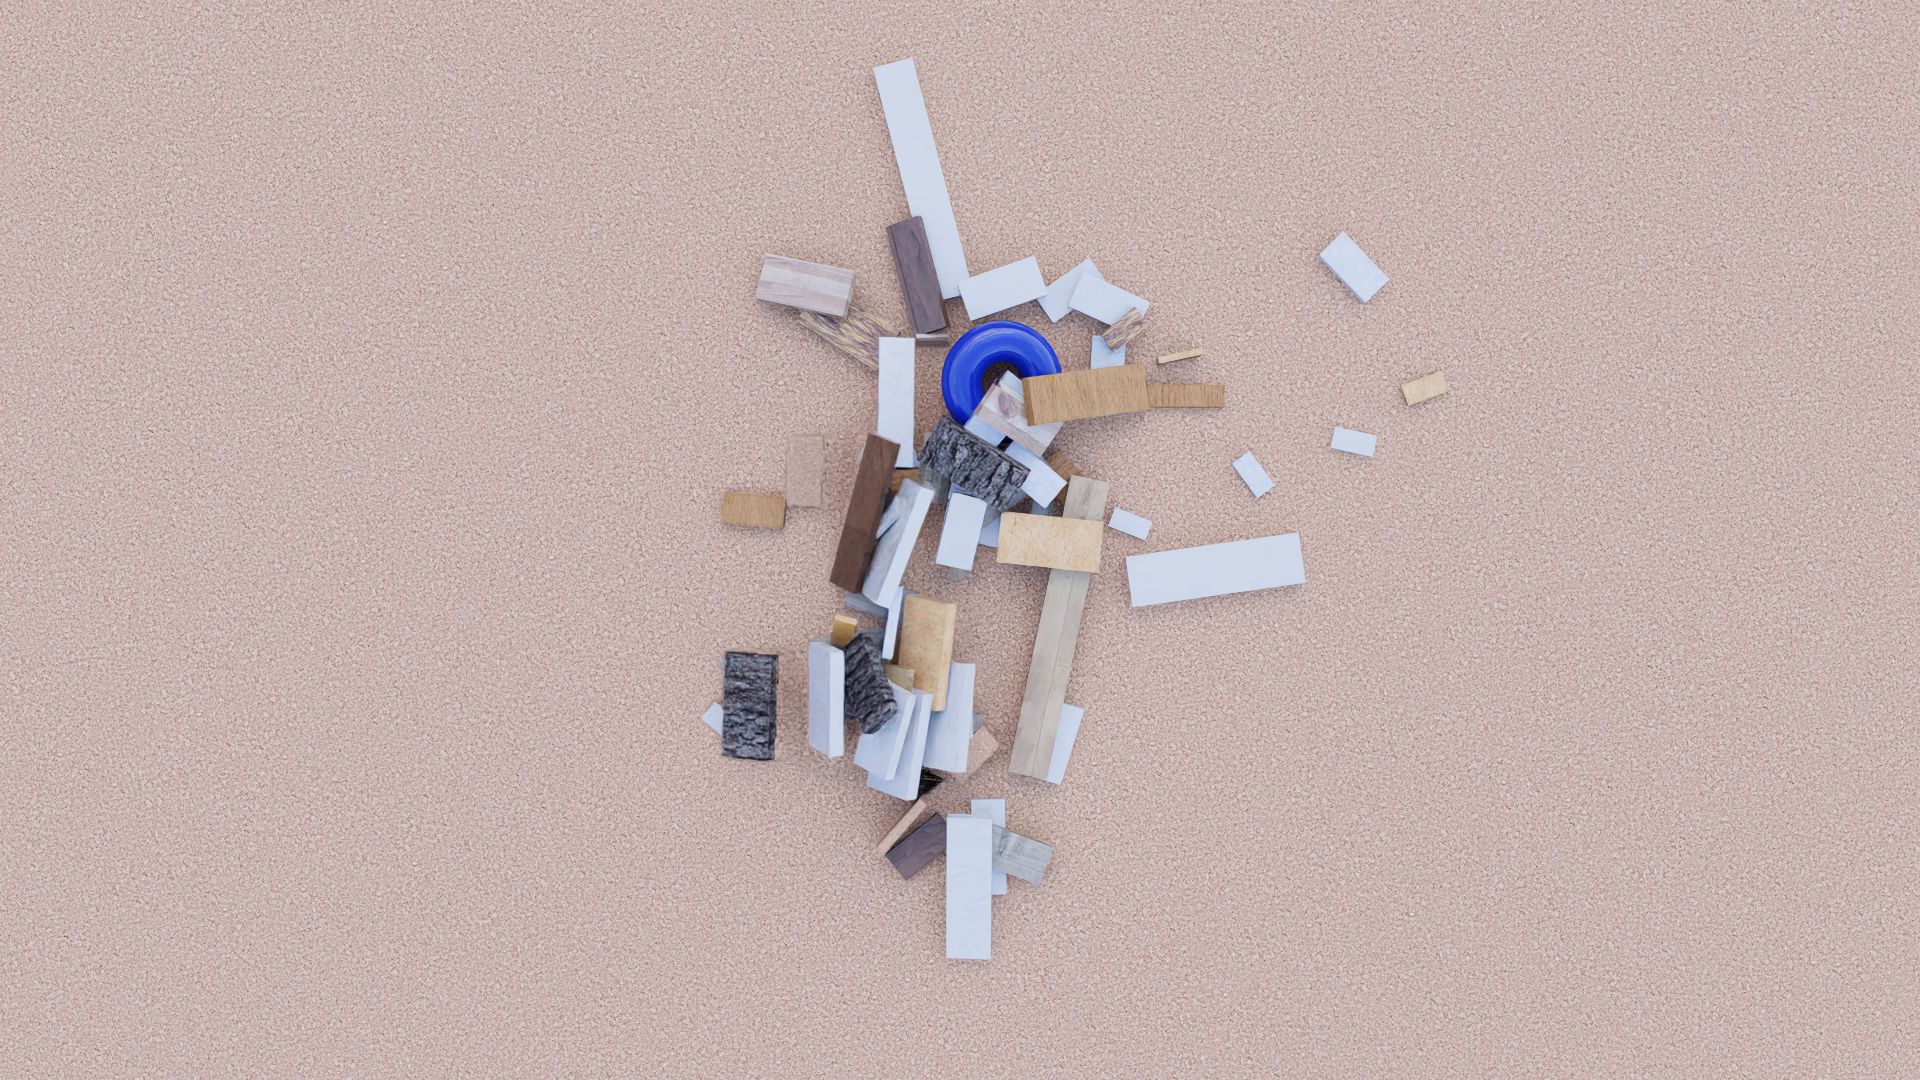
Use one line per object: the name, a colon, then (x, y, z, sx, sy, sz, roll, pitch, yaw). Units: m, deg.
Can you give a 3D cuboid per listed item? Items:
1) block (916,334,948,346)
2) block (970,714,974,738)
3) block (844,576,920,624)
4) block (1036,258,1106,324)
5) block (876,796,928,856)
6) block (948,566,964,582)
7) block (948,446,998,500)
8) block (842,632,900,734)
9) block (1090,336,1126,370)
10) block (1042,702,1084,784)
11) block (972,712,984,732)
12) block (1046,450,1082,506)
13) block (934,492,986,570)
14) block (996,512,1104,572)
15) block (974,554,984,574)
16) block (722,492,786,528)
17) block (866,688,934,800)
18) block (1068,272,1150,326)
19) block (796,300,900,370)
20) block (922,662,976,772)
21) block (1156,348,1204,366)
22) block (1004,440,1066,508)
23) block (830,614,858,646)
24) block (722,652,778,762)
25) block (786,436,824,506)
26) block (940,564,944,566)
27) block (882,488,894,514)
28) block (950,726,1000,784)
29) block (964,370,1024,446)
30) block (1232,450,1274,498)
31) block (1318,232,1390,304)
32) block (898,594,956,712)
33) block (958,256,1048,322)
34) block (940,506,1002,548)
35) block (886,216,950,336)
block: (-0.091, -0.663, 5.473, 0.106, 0.053, 0.015, -2, 63, 0)
block: (-0.004, 0.564, 5.458, 0.091, 0.026, 0.182, -3, 82, 19)
block: (-0.262, 0.196, 5.484, 0.230, 0.033, 0.115, 19, 90, 0)
block: (0.369, -0.828, 5.484, 0.221, 0.031, 0.111, -35, 90, 0)
block: (-0.193, 0.940, 5.444, 0.031, 0.111, 0.222, 41, 90, 0)
block: (-0.015, 0.088, 5.493, 0.047, 0.013, 0.095, -9, 90, 0)
block: (0.044, -0.231, 5.462, 0.113, 0.032, 0.227, 16, 97, 3)
block: (-0.303, 0.464, 5.346, 0.146, 0.041, 0.293, -43, 57, 35)
block: (0.488, -0.564, 5.484, 0.111, 0.031, 0.221, 4, 90, 0)
block: (0.310, 0.667, 5.481, 0.131, 0.037, 0.262, 18, 90, 0)
block: (0.017, 0.661, 5.487, 0.091, 0.026, 0.182, 11, 90, 0)
block: (0.361, -0.179, 5.484, 0.113, 0.032, 0.227, -40, 90, 0)
block: (0.004, -0.029, 5.411, 0.120, 0.034, 0.239, 12, 98, -9)
block: (0.295, 0.007, 5.406, 0.335, 0.047, 0.167, 6, 89, 2)
block: (0.051, 0.067, 5.476, 0.013, 0.047, 0.095, -27, 90, 0)
block: (-0.685, -0.099, 5.485, 0.207, 0.029, 0.104, 5, 90, 0)
block: (-0.198, 0.657, 5.409, 0.176, 0.050, 0.353, 14, 97, 38)
block: (0.491, -0.781, 5.460, 0.245, 0.035, 0.122, 23, 95, -8)
block: (-0.368, -0.709, 5.478, 0.310, 0.044, 0.155, 32, 90, 0)
block: (-0.049, 0.575, 5.423, 0.176, 0.050, 0.353, 4, 89, 38)
block: (0.726, -0.606, 5.463, 0.148, 0.074, 0.021, -12, 90, 0)
block: (0.228, -0.218, 5.405, 0.223, 0.032, 0.112, 40, 91, -6)
block: (-0.382, 0.301, 5.402, 0.073, 0.146, 0.021, 15, 53, -1)
block: (-0.689, 0.545, 5.419, 0.171, 0.049, 0.343, 3, 92, 22)
block: (-0.515, -0.230, 5.484, 0.116, 0.033, 0.232, 2, 90, 0)
block: (-0.050, 0.038, 5.482, 0.047, 0.013, 0.094, 7, 90, 31)
block: (-0.274, -0.115, 5.417, 0.146, 0.021, 0.073, -51, 49, 27)
block: (0.038, 0.710, 5.461, 0.182, 0.026, 0.091, -43, 90, 0)
block: (0.127, -0.415, 5.346, 0.122, 0.035, 0.245, 37, 95, -13)
block: (0.975, -0.218, 5.490, 0.071, 0.020, 0.142, -36, 90, 0)
block: (1.308, -0.905, 5.484, 0.111, 0.031, 0.221, -44, 90, 0)
block: (-0.113, 0.368, 5.407, 0.176, 0.050, 0.353, 11, 98, 38)
block: (0.140, -0.828, 5.446, 0.269, 0.038, 0.135, -19, 90, -2)
block: (0.058, -0.047, 5.484, 0.227, 0.032, 0.113, 13, 90, 0)
block: (-0.139, -0.871, 5.458, 0.122, 0.035, 0.376, -15, 90, 26)
